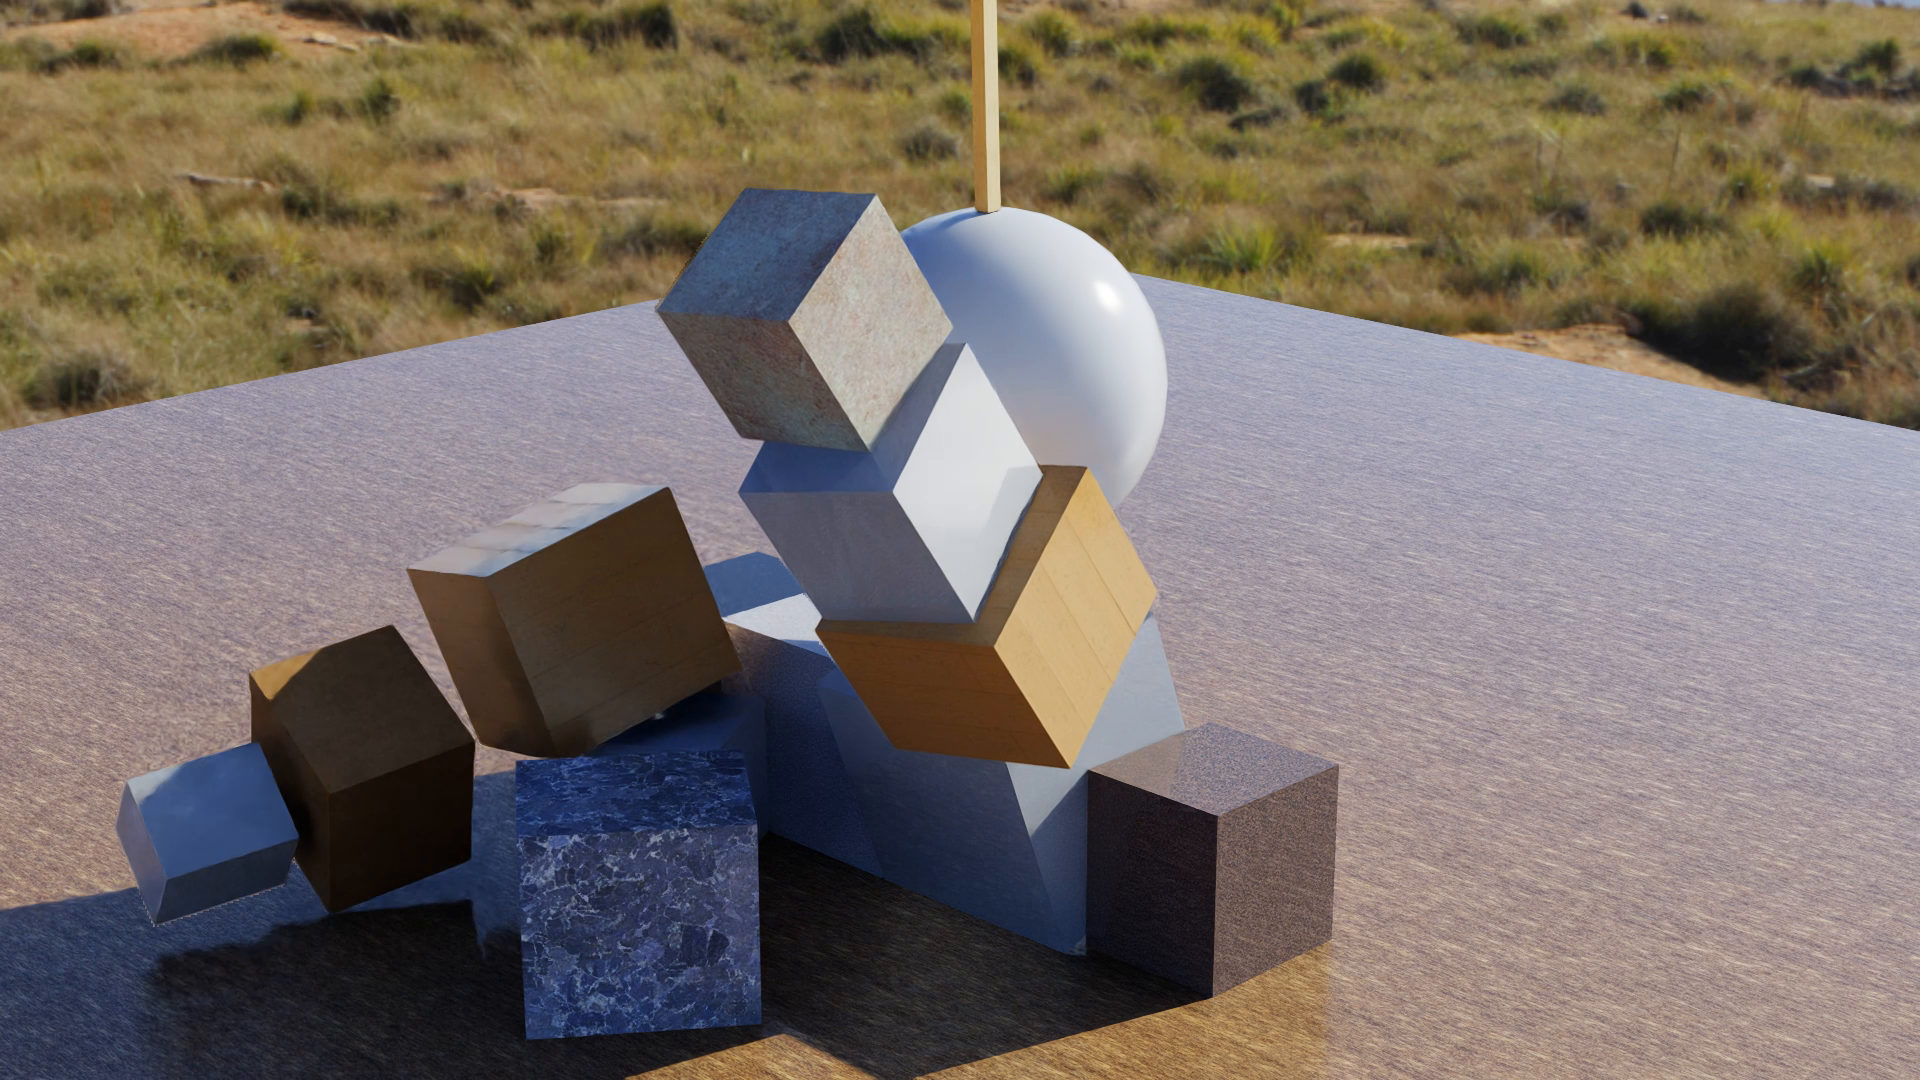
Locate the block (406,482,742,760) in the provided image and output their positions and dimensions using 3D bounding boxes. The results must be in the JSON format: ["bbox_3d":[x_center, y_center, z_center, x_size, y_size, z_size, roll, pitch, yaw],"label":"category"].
[{"bbox_3d":[-1.777,0.359,13.467,0.971,0.913,0.941,-28,16,-28],"label":"block"}]

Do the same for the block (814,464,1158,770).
[{"bbox_3d":[0.122,0.291,12.071,0.878,0.782,0.940,4,51,35],"label":"block"}]

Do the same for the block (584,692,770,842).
[{"bbox_3d":[-1.303,1.136,13.547,0.638,0.679,0.659,5,21,15],"label":"block"}]

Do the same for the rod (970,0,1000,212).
[{"bbox_3d":[0.062,-3.924,12.173,0.080,5.200,0.080,17,26,42],"label":"rod"}]

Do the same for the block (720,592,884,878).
[{"bbox_3d":[-0.387,0.851,13.992,1.103,0.987,1.028,17,24,42],"label":"block"}]

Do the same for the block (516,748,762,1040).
[{"bbox_3d":[-1.347,1.460,12.220,0.957,0.887,0.834,-3,18,-8],"label":"block"}]

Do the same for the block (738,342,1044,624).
[{"bbox_3d":[-0.261,-0.222,11.619,0.724,0.776,0.778,0,49,33],"label":"block"}]

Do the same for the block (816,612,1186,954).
[{"bbox_3d":[0.245,0.935,13.002,1.124,1.133,1.011,16,45,42],"label":"block"}]

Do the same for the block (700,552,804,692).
[{"bbox_3d":[-1.066,0.677,14.645,0.867,0.928,0.793,-17,24,-42],"label":"block"}]

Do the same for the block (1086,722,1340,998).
[{"bbox_3d":[1.085,1.361,12.645,0.719,0.821,0.803,17,24,42],"label":"block"}]

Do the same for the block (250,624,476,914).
[{"bbox_3d":[-2.685,1.023,13.161,0.691,0.804,0.803,-20,51,-29],"label":"block"}]

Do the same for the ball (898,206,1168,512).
[{"bbox_3d":[0.143,-0.707,13.269,1.600,1.600,1.600,0,17,0],"label":"ball"}]

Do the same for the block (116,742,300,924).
[{"bbox_3d":[-3.290,1.279,12.811,0.594,0.474,0.493,-16,67,-30],"label":"block"}]

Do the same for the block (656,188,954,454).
[{"bbox_3d":[-0.589,-0.852,11.304,0.667,0.715,0.672,8,54,38],"label":"block"}]
